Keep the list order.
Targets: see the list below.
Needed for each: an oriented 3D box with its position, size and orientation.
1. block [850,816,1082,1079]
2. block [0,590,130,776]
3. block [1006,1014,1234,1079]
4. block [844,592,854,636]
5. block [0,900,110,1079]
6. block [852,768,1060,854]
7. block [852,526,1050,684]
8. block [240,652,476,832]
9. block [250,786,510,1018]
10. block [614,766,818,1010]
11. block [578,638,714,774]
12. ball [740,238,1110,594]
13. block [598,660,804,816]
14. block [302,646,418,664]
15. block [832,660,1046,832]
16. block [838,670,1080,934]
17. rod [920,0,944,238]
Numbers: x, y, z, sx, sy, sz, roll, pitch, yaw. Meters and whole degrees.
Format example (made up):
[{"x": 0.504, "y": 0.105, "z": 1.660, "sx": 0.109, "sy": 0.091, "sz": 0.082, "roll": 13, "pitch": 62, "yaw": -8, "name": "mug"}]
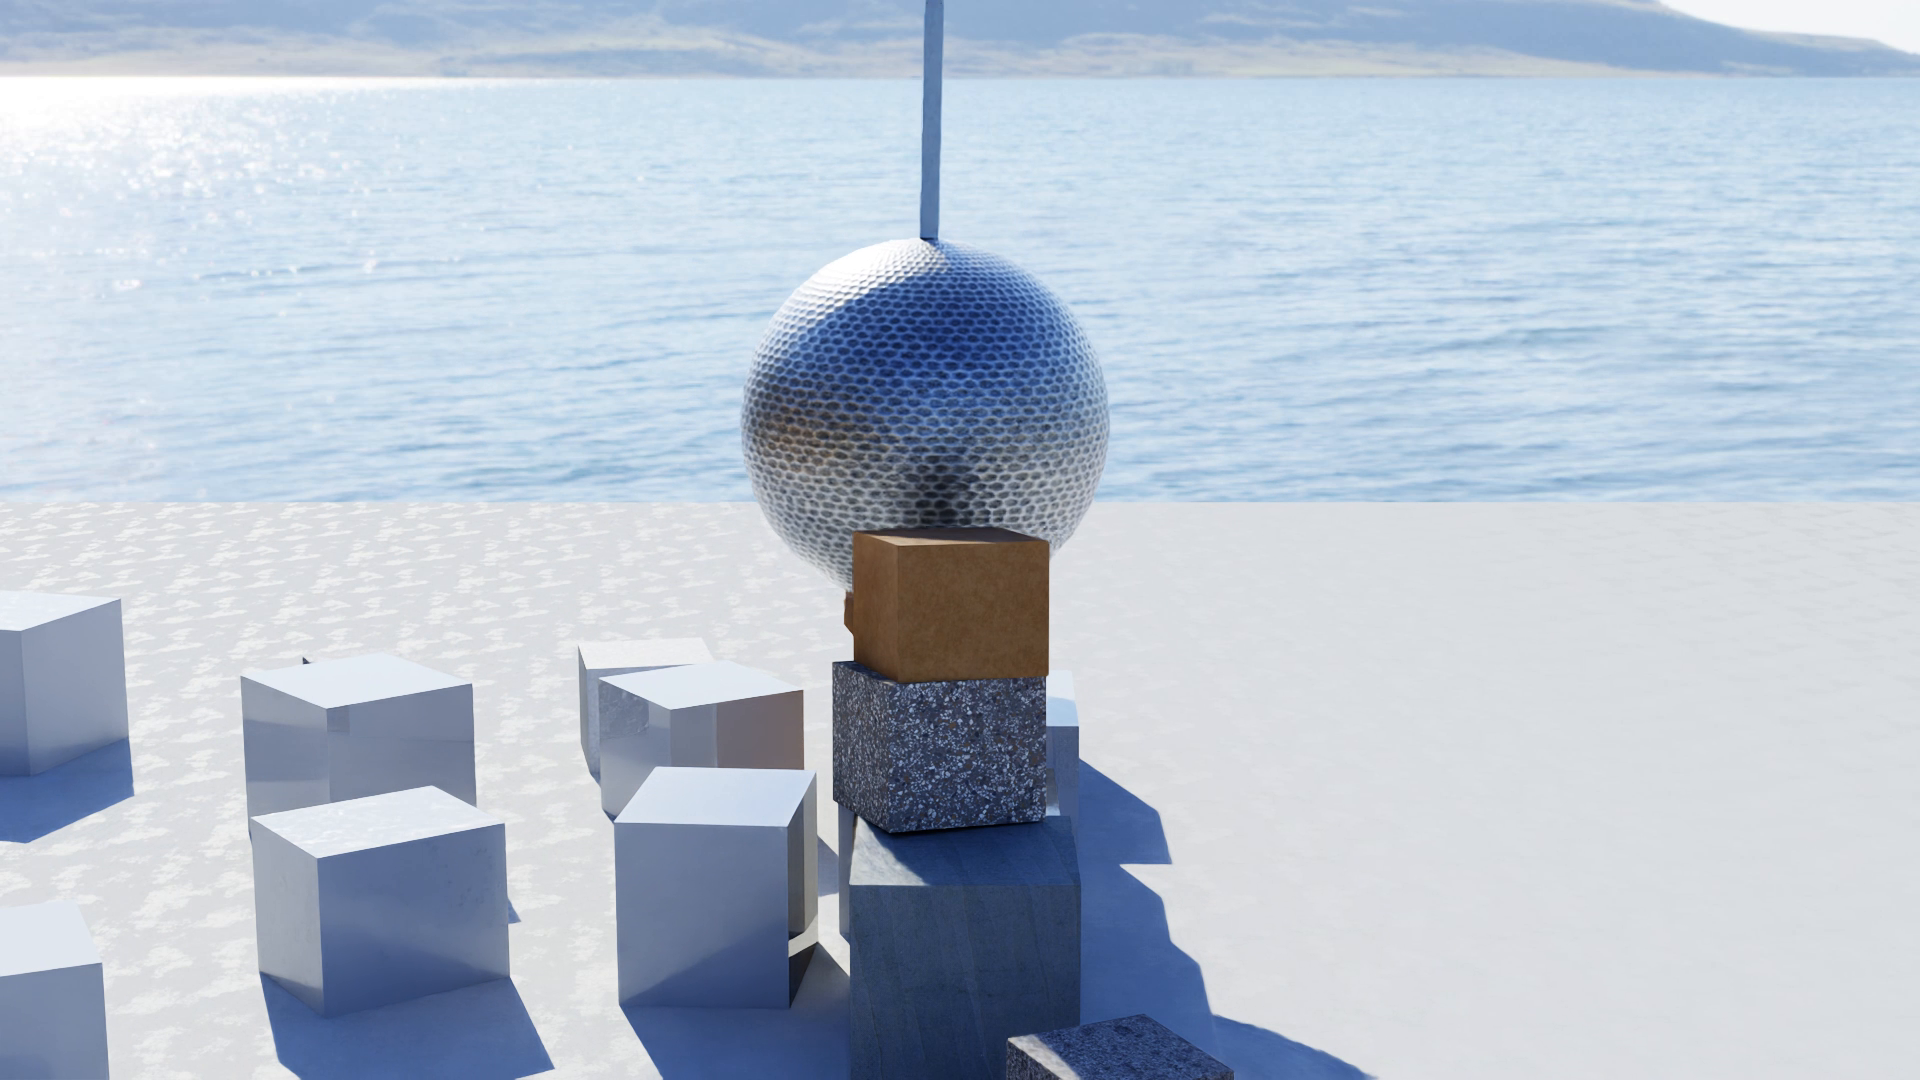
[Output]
[{"x": 0.017, "y": 1.482, "z": 9.308, "sx": 0.799, "sy": 0.753, "sz": 0.841, "roll": 0, "pitch": 10, "yaw": 0, "name": "block"}, {"x": -4.964, "y": 0.733, "z": 13.424, "sx": 0.798, "sy": 0.755, "sz": 0.840, "roll": 3, "pitch": 11, "yaw": 17, "name": "block"}, {"x": 0.495, "y": 1.846, "z": 8.044, "sx": 0.505, "sy": 0.490, "sz": 0.545, "roll": -5, "pitch": 11, "yaw": -26, "name": "block"}, {"x": -0.210, "y": 0.170, "z": 12.558, "sx": 0.577, "sy": 0.650, "sz": 0.579, "roll": -2, "pitch": -18, "yaw": 11, "name": "block"}, {"x": -3.238, "y": 1.665, "z": 8.539, "sx": 0.681, "sy": 0.669, "sz": 0.714, "roll": -5, "pitch": 11, "yaw": -25, "name": "block"}, {"x": -0.011, "y": 1.354, "z": 10.140, "sx": 0.788, "sy": 0.708, "sz": 0.822, "roll": 0, "pitch": 10, "yaw": 0, "name": "block"}, {"x": -0.041, "y": 0.235, "z": 9.695, "sx": 0.582, "sy": 0.503, "sz": 0.625, "roll": -2, "pitch": 6, "yaw": -17, "name": "block"}, {"x": -2.788, "y": 1.011, "z": 11.901, "sx": 0.734, "sy": 0.753, "sz": 0.846, "roll": -9, "pitch": 14, "yaw": -40, "name": "block"}, {"x": -2.278, "y": 1.404, "z": 10.087, "sx": 0.771, "sy": 0.628, "sz": 0.658, "roll": -8, "pitch": 13, "yaw": -36, "name": "block"}, {"x": -0.943, "y": 1.354, "z": 10.097, "sx": 0.660, "sy": 0.723, "sz": 0.788, "roll": 1, "pitch": 10, "yaw": 5, "name": "block"}, {"x": -1.631, "y": 0.852, "z": 13.359, "sx": 0.653, "sy": 0.543, "sz": 0.614, "roll": -2, "pitch": 11, "yaw": -12, "name": "block"}, {"x": -0.152, "y": -0.503, "z": 11.089, "sx": 1.600, "sy": 1.600, "sz": 1.600, "roll": 0, "pitch": 10, "yaw": 0, "name": "ball"}, {"x": -1.236, "y": 1.001, "z": 12.246, "sx": 0.703, "sy": 0.649, "sz": 0.746, "roll": -7, "pitch": 12, "yaw": -33, "name": "block"}, {"x": -3.073, "y": 0.884, "z": 13.242, "sx": 0.477, "sy": 0.523, "sz": 0.561, "roll": -6, "pitch": 12, "yaw": -28, "name": "block"}, {"x": -0.087, "y": 0.757, "z": 9.731, "sx": 0.620, "sy": 0.543, "sz": 0.653, "roll": -2, "pitch": 6, "yaw": -21, "name": "block"}, {"x": -0.002, "y": 1.104, "z": 11.019, "sx": 0.986, "sy": 0.886, "sz": 0.989, "roll": 0, "pitch": 10, "yaw": 1, "name": "block"}, {"x": -0.066, "y": -3.847, "z": 10.481, "sx": 0.080, "sy": 5.200, "sz": 0.080, "roll": 1, "pitch": 10, "yaw": 0, "name": "rod"}]
